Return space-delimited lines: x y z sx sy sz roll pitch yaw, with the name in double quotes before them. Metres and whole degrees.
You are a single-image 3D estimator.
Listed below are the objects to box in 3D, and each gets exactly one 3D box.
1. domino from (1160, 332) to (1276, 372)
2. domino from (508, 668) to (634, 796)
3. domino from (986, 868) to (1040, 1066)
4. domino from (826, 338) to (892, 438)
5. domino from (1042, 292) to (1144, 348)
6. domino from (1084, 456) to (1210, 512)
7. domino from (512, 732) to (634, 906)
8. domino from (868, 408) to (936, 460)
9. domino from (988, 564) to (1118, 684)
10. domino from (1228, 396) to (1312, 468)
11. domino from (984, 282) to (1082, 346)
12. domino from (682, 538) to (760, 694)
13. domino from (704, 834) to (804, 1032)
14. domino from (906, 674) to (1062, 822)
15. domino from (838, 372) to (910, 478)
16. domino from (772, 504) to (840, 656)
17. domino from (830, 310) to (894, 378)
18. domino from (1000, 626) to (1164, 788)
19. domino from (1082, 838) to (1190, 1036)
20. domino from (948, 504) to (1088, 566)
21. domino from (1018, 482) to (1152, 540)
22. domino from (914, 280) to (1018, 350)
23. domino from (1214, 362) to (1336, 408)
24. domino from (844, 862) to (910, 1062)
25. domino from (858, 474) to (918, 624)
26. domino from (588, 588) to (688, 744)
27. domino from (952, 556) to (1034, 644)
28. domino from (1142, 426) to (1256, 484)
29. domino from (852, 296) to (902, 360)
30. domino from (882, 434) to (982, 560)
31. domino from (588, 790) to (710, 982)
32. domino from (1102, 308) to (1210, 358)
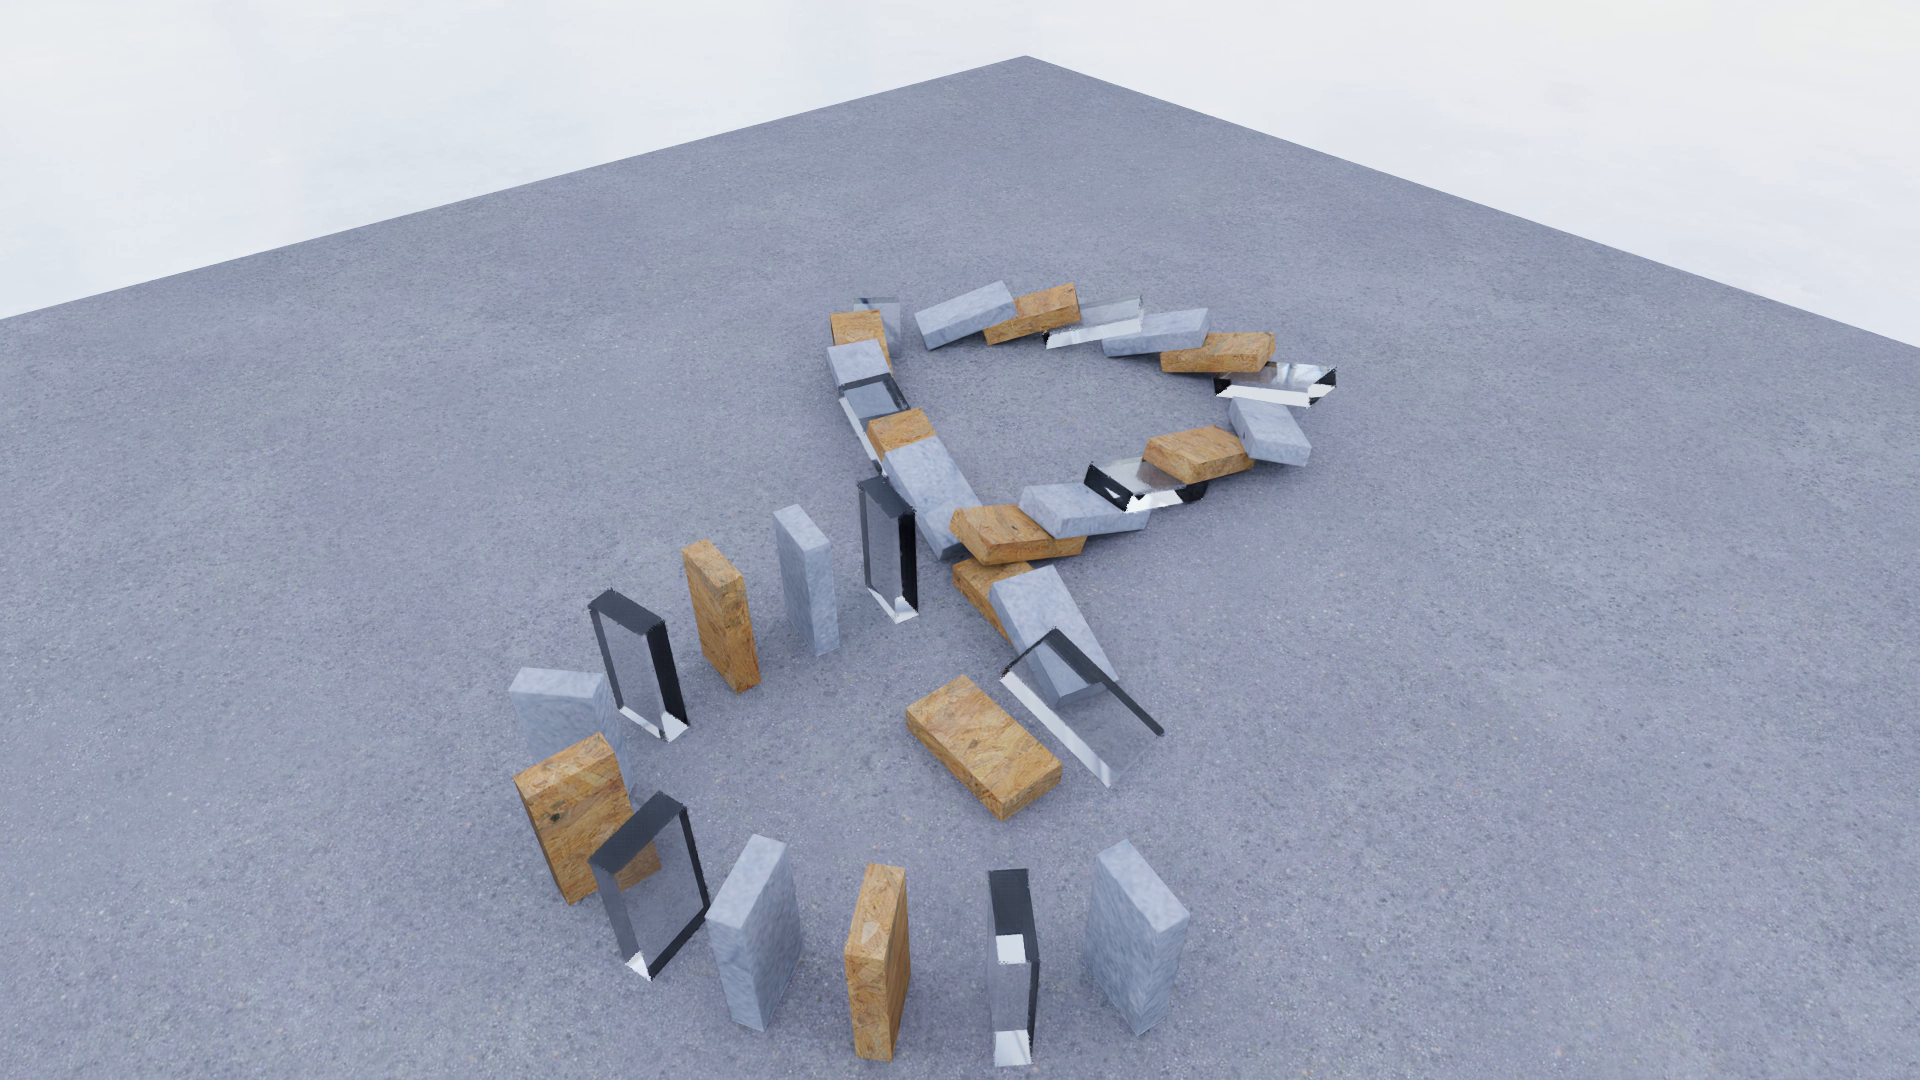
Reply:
"domino" 0.128 -0.093 0.546 0.050 0.010 0.025 6 37 34
"domino" -0.118 0.061 0.337 0.025 0.050 0.010 4 39 5
"domino" 0.013 0.109 0.279 0.009 0.050 0.025 -3 39 -3
"domino" -0.044 -0.072 0.520 0.025 0.010 0.050 -13 59 -15
"domino" 0.069 -0.114 0.571 0.050 0.009 0.025 -7 36 19
"domino" 0.079 -0.025 0.462 0.050 0.010 0.025 -10 37 -40
"domino" -0.107 0.080 0.314 0.025 0.050 0.009 -27 46 -29
"domino" -0.018 -0.033 0.473 0.025 0.010 0.050 -18 60 -21
"domino" 0.032 0.034 0.389 0.025 0.010 0.050 -16 60 -22
"domino" 0.138 -0.049 0.493 0.025 0.010 0.050 9 28 -3
"domino" 0.037 -0.119 0.577 0.050 0.010 0.025 -14 37 11
"domino" -0.082 0.027 0.379 0.009 0.050 0.025 -27 46 -29
"domino" -0.052 0.103 0.286 0.010 0.050 0.025 13 41 15
"domino" 0.007 0.067 0.361 0.025 0.010 0.050 -27 46 -29
"domino" -0.033 -0.052 0.496 0.025 0.009 0.050 -18 60 -20
"domino" -0.055 0.015 0.393 0.010 0.050 0.025 -22 44 -24
"domino" -0.049 -0.093 0.546 0.025 0.010 0.050 -7 55 -9
"domino" 0.040 0.055 0.364 0.025 0.009 0.050 -35 69 -32
"domino" 0.045 0.104 0.285 0.010 0.050 0.025 -20 44 -23
"domino" 0.023 -0.003 0.434 0.050 0.009 0.025 -6 38 -37
"domino" 0.051 -0.013 0.447 0.050 0.009 0.025 -6 36 -38
"domino" 0.003 -0.118 0.576 0.050 0.010 0.025 -21 39 1
"domino" 0.150 -0.075 0.524 0.050 0.009 0.025 16 39 44
"domino" -0.020 0.108 0.280 0.009 0.050 0.025 6 40 7
"domino" -0.026 0.004 0.407 0.010 0.050 0.025 -21 44 -24
"domino" -0.105 0.042 0.360 0.025 0.050 0.009 25 45 27
"domino" 0.021 0.022 0.416 0.025 0.010 0.050 -22 44 -25
"domino" 0.105 -0.038 0.478 0.050 0.010 0.025 -14 39 -43
"domino" -0.044 -0.112 0.580 0.025 0.010 0.050 -2 39 -3
"domino" -0.009 -0.018 0.451 0.025 0.010 0.050 -21 65 -24
"domino" -0.082 0.094 0.297 0.010 0.050 0.025 22 44 24
"domino" 0.100 -0.106 0.561 0.050 0.010 0.025 -1 36 27
